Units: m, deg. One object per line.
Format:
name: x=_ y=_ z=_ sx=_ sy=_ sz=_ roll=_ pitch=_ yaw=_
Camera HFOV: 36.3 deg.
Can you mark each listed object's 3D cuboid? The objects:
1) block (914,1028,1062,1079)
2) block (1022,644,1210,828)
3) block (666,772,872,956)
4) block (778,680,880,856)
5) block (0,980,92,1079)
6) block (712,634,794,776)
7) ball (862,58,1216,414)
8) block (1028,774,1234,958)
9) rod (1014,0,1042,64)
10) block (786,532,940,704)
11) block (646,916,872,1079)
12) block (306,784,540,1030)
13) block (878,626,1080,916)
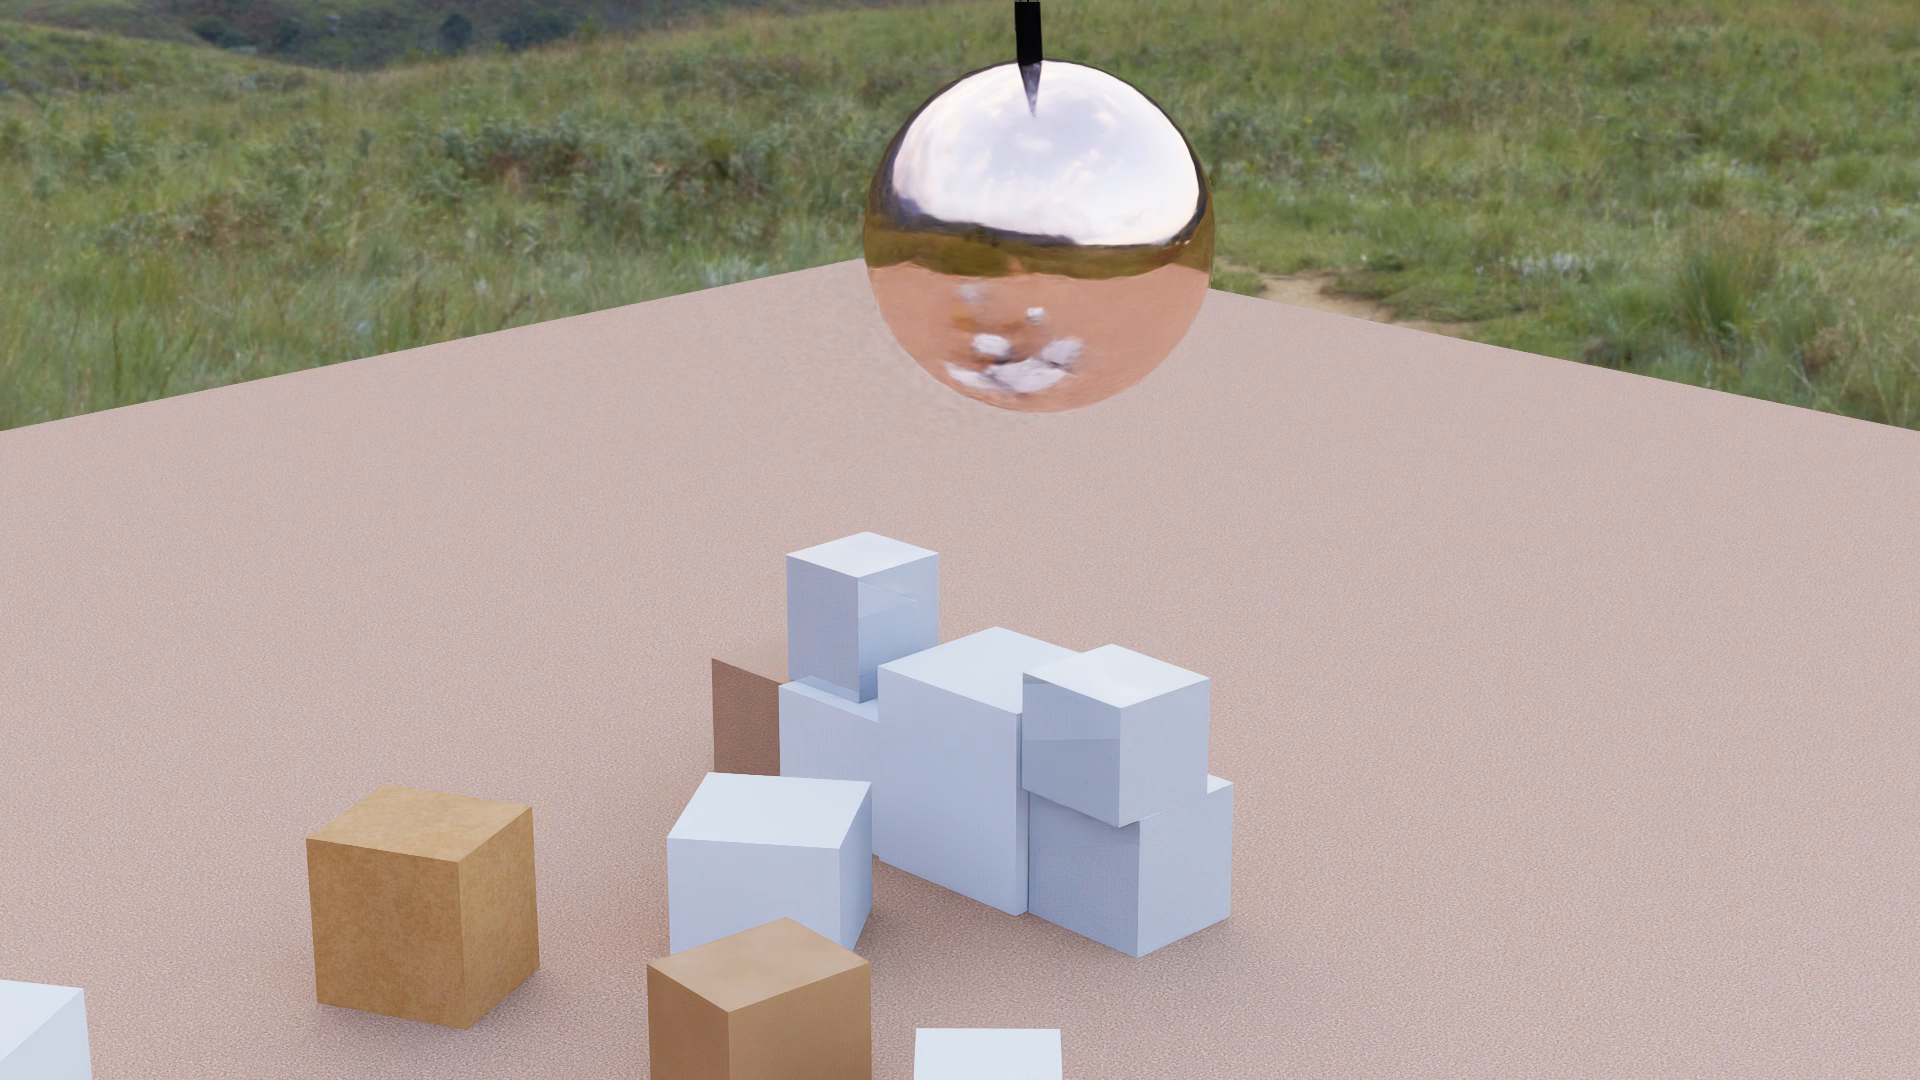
block: x=0.102 y=2.136 z=10.684 sx=0.532 sy=0.517 sz=0.528 roll=0 pitch=17 yaw=1
block: x=0.670 y=0.836 z=12.659 sx=0.543 sy=0.537 sz=0.594 roll=-15 pitch=23 yaw=-40
block: x=-0.814 y=1.446 z=12.751 sx=0.740 sy=0.595 sz=0.745 roll=3 pitch=18 yaw=8
block: x=-0.359 y=1.009 z=14.023 sx=0.715 sy=0.665 sz=0.705 roll=-17 pitch=24 yaw=-42
block: x=-3.623 y=2.082 z=10.353 sx=0.821 sy=0.819 sz=0.764 roll=4 pitch=18 yaw=12
block: x=-0.804 y=0.879 z=14.454 sx=0.622 sy=0.655 sz=0.540 roll=-17 pitch=24 yaw=-42
ball: x=0.358 y=-1.375 z=13.285 sx=1.600 sy=1.600 sz=1.600 roll=0 pitch=17 yaw=0
block: x=0.752 y=1.361 z=12.948 sx=0.607 sy=0.639 sz=0.656 roll=-16 pitch=24 yaw=-42
rod: x=0.155 y=-4.547 z=12.076 sx=0.080 sy=5.200 sz=0.080 roll=17 pitch=29 yaw=42
block: x=-0.461 y=0.362 z=13.938 sx=0.524 sy=0.621 sz=0.495 roll=-17 pitch=24 yaw=-42
block: x=-0.775 y=1.897 z=11.362 sx=0.671 sy=0.568 sz=0.542 roll=-14 pitch=22 yaw=-38
block: x=-2.236 y=1.522 z=12.261 sx=0.707 sy=0.744 sz=0.623 roll=6 pitch=19 yaw=19
block: x=0.209 y=1.039 z=13.439 sx=0.874 sy=0.959 sz=0.777 roll=17 pitch=24 yaw=42
